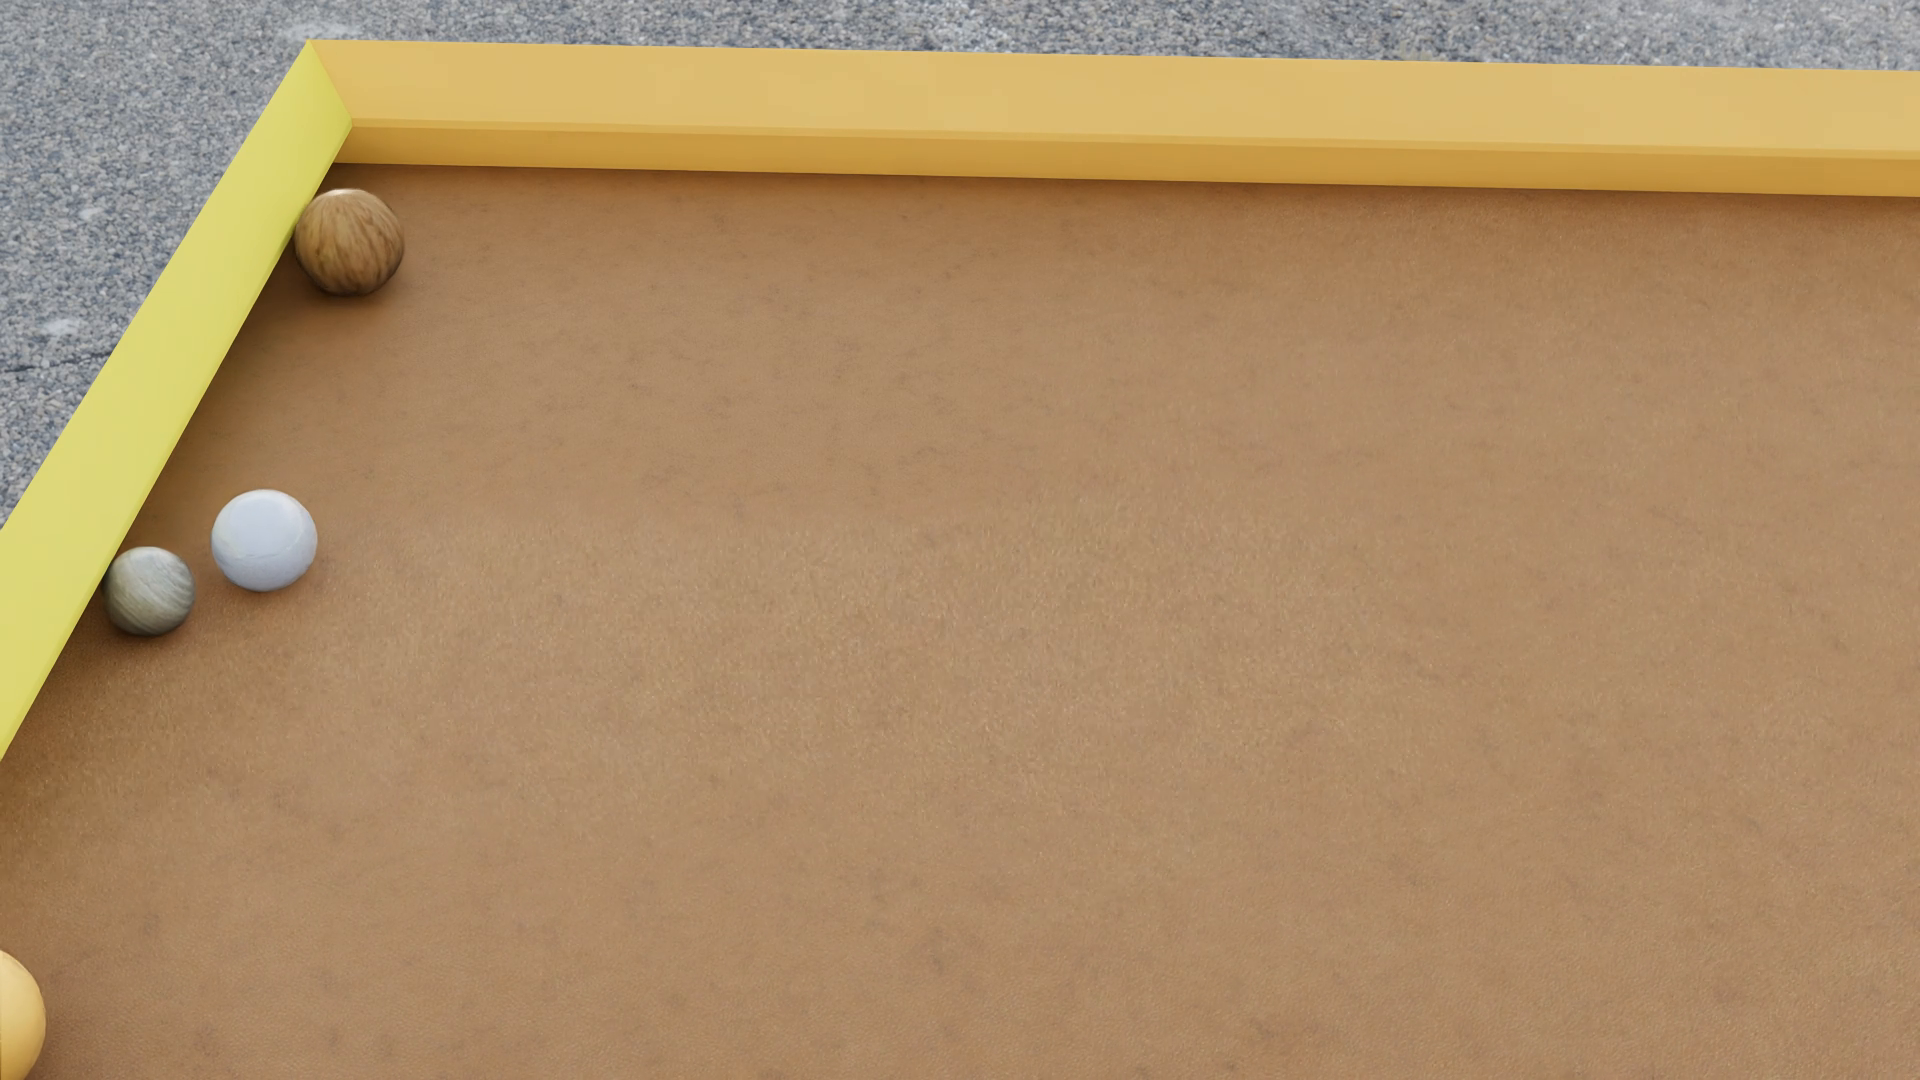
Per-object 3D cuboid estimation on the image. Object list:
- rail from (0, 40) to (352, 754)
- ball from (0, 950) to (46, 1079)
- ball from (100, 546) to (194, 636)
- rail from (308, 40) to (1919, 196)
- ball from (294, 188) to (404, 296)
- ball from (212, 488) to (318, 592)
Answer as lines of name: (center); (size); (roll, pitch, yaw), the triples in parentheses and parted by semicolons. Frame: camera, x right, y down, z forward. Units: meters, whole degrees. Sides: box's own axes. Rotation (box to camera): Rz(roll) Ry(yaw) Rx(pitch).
rail: (-0.630, -0.038, 1.920); (0.045, 0.127, 1.357); (2, 35, 2)
ball: (-0.581, 0.282, 1.486); (0.098, 0.098, 0.098); (0, 35, 0)
ball: (-0.591, 0.037, 1.867); (0.066, 0.066, 0.066); (0, 35, 0)
rail: (0.685, -0.375, 2.407); (2.619, 0.127, 0.045); (2, 35, 2)
ball: (-0.542, -0.264, 2.276); (0.095, 0.095, 0.095); (0, 35, 0)
ball: (-0.518, 0.000, 1.912); (0.076, 0.076, 0.076); (0, 35, 0)
